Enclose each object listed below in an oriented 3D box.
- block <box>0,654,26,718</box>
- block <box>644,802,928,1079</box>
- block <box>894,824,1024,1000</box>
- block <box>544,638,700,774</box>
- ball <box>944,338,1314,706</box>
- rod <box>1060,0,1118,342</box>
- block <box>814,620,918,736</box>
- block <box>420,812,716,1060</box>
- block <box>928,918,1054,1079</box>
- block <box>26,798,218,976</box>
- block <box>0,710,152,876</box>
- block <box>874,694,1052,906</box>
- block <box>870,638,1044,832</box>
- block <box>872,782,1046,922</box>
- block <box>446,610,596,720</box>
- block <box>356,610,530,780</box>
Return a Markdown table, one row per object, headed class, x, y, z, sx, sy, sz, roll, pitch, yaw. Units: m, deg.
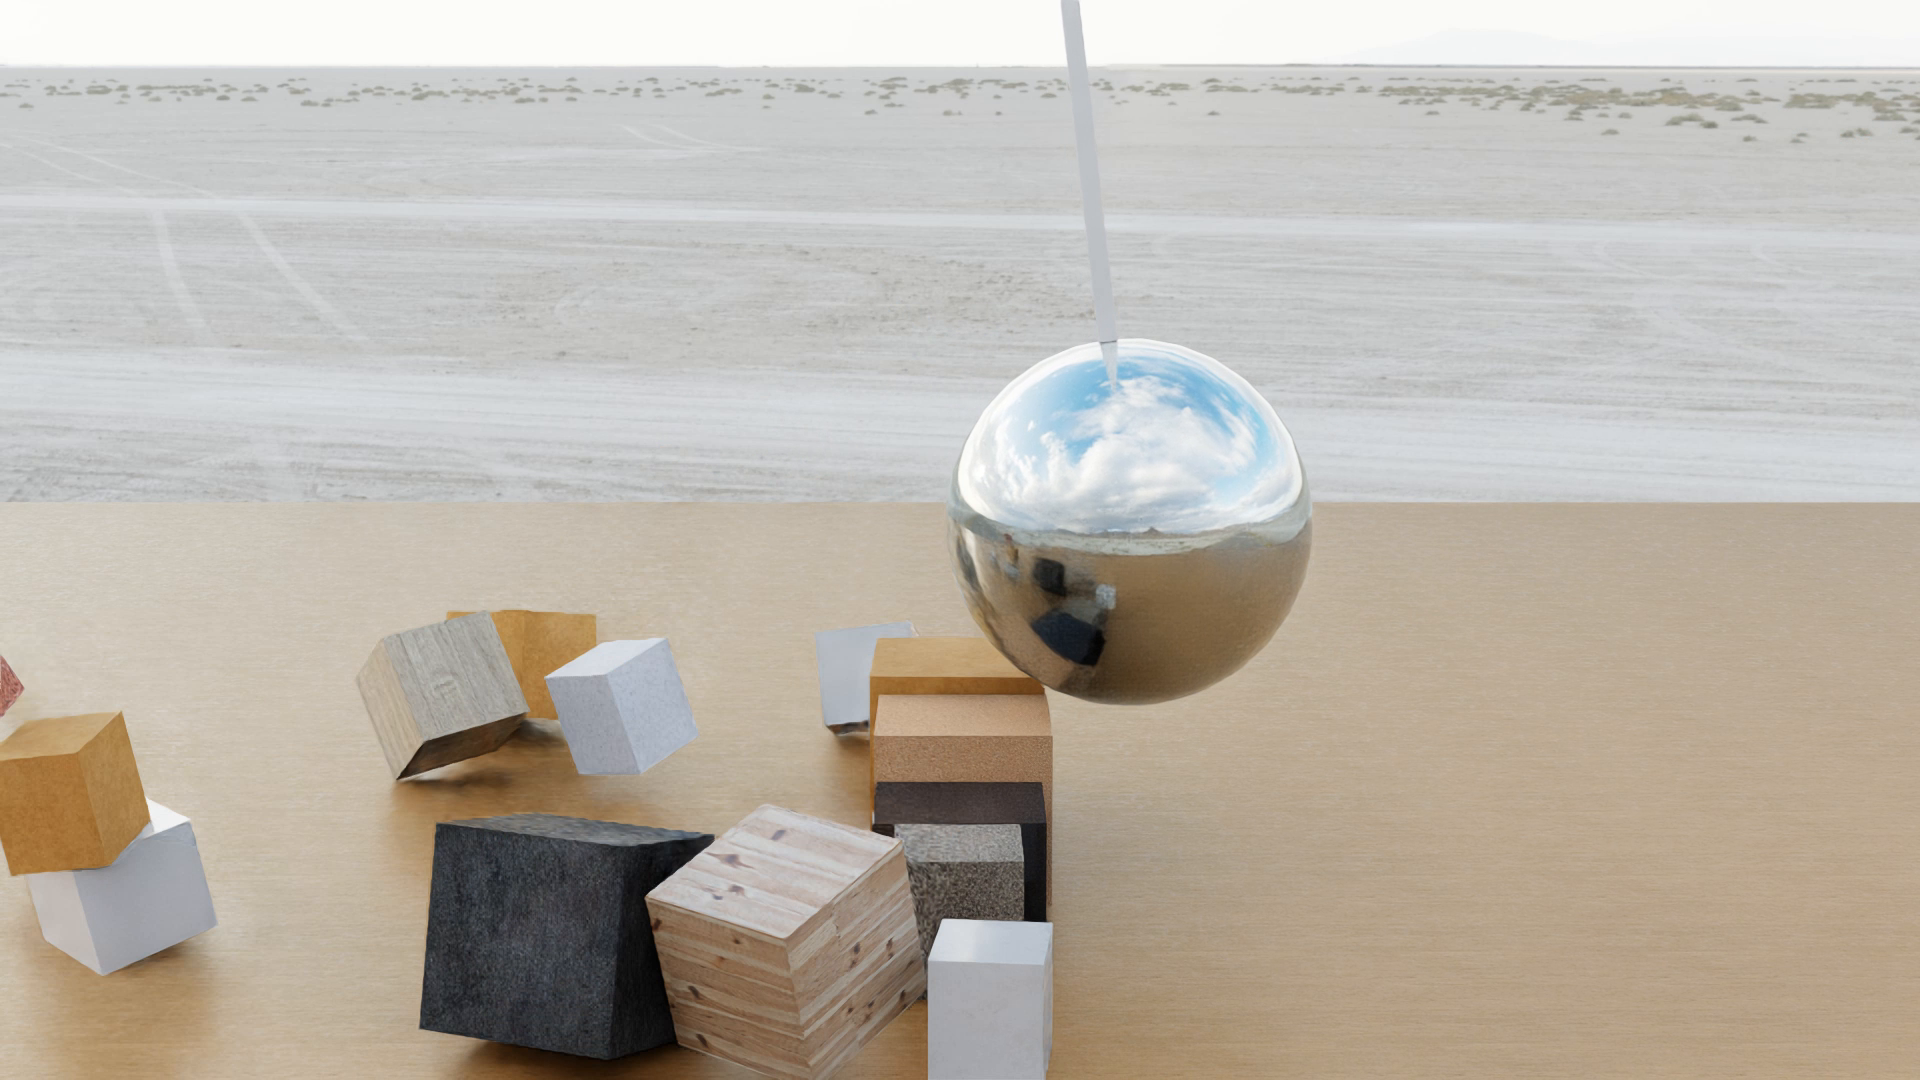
| class | x | y | z | sx | sy | sz | roll | pitch | yaw |
| --- | --- | --- | --- | --- | --- | --- | --- | --- | --- |
| block | -3.997 | 0.605 | 10.228 | 0.301 | 0.298 | 0.335 | -24 | 20 | 11 |
| block | -0.604 | 1.425 | 9.072 | 0.634 | 0.632 | 0.658 | 10 | 31 | 35 |
| block | -0.009 | 1.450 | 10.049 | 0.503 | 0.551 | 0.491 | 0 | 10 | -1 |
| block | -1.668 | 0.824 | 12.681 | 0.447 | 0.529 | 0.441 | -5 | 19 | 40 |
| ball | 0.734 | -0.076 | 11.167 | 1.600 | 1.600 | 1.600 | 0 | 10 | 0 |
| rod | 0.318 | -3.396 | 10.563 | 0.080 | 5.200 | 0.080 | -7 | 10 | 1 |
| block | -0.467 | 0.734 | 13.586 | 0.505 | 0.492 | 0.497 | -7 | -10 | 2 |
| block | -1.421 | 1.420 | 9.340 | 0.771 | 0.738 | 0.679 | 4 | -1 | 22 |
| block | 0.113 | 1.655 | 9.159 | 0.404 | 0.466 | 0.447 | 1 | 10 | 6 |
| block | -3.419 | 1.380 | 10.399 | 0.502 | 0.473 | 0.578 | -23 | 22 | -37 |
| block | -3.509 | 0.991 | 10.080 | 0.406 | 0.481 | 0.416 | -6 | 18 | 8 |
| block | 0.013 | 1.130 | 11.254 | 0.756 | 0.751 | 0.730 | 0 | 10 | 0 |
| block | -0.008 | 0.951 | 12.024 | 0.789 | 0.828 | 0.818 | 0 | 10 | 1 |
| block | -0.002 | 1.349 | 10.600 | 0.698 | 0.553 | 0.606 | 0 | 10 | 0 |
| block | -2.363 | 0.676 | 13.788 | 0.617 | 0.563 | 0.515 | -2 | -5 | 39 |
| block | -2.609 | 0.781 | 12.912 | 0.575 | 0.570 | 0.551 | -15 | -17 | -34 |
